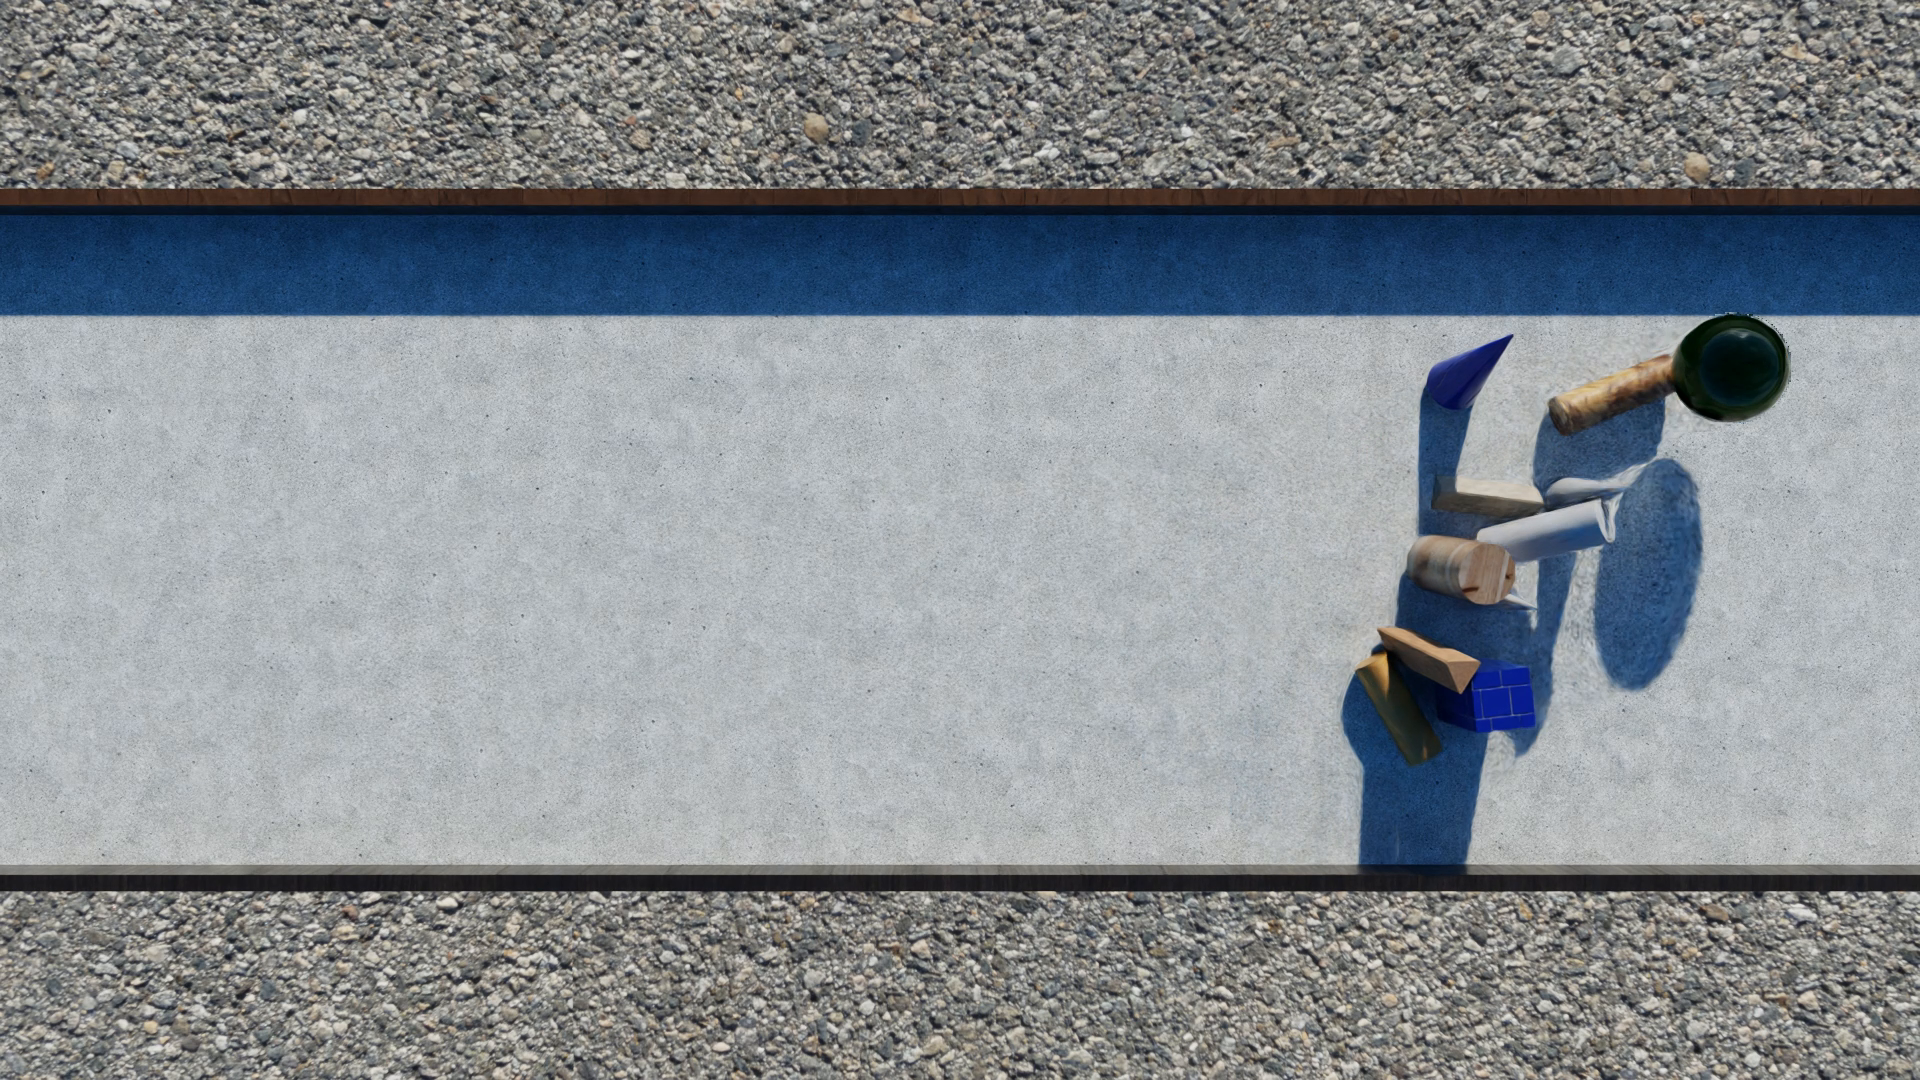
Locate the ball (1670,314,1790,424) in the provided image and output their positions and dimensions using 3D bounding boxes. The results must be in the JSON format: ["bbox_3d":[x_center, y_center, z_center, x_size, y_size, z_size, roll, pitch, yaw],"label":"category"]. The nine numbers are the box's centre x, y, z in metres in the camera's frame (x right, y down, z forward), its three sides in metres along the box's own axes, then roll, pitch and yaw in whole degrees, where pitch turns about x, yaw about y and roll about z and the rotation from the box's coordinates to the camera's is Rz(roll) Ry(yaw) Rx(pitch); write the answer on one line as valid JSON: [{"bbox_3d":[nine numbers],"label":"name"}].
[{"bbox_3d":[2.234,-0.495,4.786,0.314,0.314,0.314,0,90,0],"label":"ball"}]

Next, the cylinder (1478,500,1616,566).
[{"bbox_3d":[1.742,-0.013,4.910,0.365,0.132,0.132,-17,90,39],"label":"cylinder"}]

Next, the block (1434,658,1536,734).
[{"bbox_3d":[1.548,0.457,4.890,0.171,0.371,0.171,-6,90,0],"label":"block"}]

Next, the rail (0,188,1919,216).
[{"bbox_3d":[-2.247,-1.025,5.002,12.000,0.150,0.050,0,90,0],"label":"rail"}]

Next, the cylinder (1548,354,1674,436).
[{"bbox_3d":[1.991,-0.442,5.015,0.370,0.122,0.122,-22,90,0],"label":"cylinder"}]

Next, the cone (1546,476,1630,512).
[{"bbox_3d":[1.886,-0.138,4.874,0.142,0.389,0.142,0,86,-6],"label":"cone"}]

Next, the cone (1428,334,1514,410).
[{"bbox_3d":[1.540,-0.530,4.857,0.165,0.407,0.165,2,74,-8],"label":"cone"}]

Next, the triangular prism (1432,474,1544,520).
[{"bbox_3d":[1.610,-0.130,5.028,0.311,0.091,0.105,7,90,0],"label":"triangular prism"}]

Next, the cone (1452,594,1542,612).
[{"bbox_3d":[1.601,0.180,4.855,0.111,0.431,0.111,-1,94,-10],"label":"cone"}]

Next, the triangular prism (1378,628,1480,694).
[{"bbox_3d":[1.391,0.332,4.873,0.093,0.407,0.107,-29,106,-7],"label":"triangular prism"}]

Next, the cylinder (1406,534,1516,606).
[{"bbox_3d":[1.485,0.084,4.901,0.179,0.319,0.179,-1,96,-12],"label":"cylinder"}]

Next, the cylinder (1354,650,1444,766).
[{"bbox_3d":[1.334,0.511,5.020,0.114,0.114,0.337,-30,90,0],"label":"cylinder"}]

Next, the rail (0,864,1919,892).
[{"bbox_3d":[-2.247,1.025,5.001,12.000,0.150,0.050,0,90,0],"label":"rail"}]
